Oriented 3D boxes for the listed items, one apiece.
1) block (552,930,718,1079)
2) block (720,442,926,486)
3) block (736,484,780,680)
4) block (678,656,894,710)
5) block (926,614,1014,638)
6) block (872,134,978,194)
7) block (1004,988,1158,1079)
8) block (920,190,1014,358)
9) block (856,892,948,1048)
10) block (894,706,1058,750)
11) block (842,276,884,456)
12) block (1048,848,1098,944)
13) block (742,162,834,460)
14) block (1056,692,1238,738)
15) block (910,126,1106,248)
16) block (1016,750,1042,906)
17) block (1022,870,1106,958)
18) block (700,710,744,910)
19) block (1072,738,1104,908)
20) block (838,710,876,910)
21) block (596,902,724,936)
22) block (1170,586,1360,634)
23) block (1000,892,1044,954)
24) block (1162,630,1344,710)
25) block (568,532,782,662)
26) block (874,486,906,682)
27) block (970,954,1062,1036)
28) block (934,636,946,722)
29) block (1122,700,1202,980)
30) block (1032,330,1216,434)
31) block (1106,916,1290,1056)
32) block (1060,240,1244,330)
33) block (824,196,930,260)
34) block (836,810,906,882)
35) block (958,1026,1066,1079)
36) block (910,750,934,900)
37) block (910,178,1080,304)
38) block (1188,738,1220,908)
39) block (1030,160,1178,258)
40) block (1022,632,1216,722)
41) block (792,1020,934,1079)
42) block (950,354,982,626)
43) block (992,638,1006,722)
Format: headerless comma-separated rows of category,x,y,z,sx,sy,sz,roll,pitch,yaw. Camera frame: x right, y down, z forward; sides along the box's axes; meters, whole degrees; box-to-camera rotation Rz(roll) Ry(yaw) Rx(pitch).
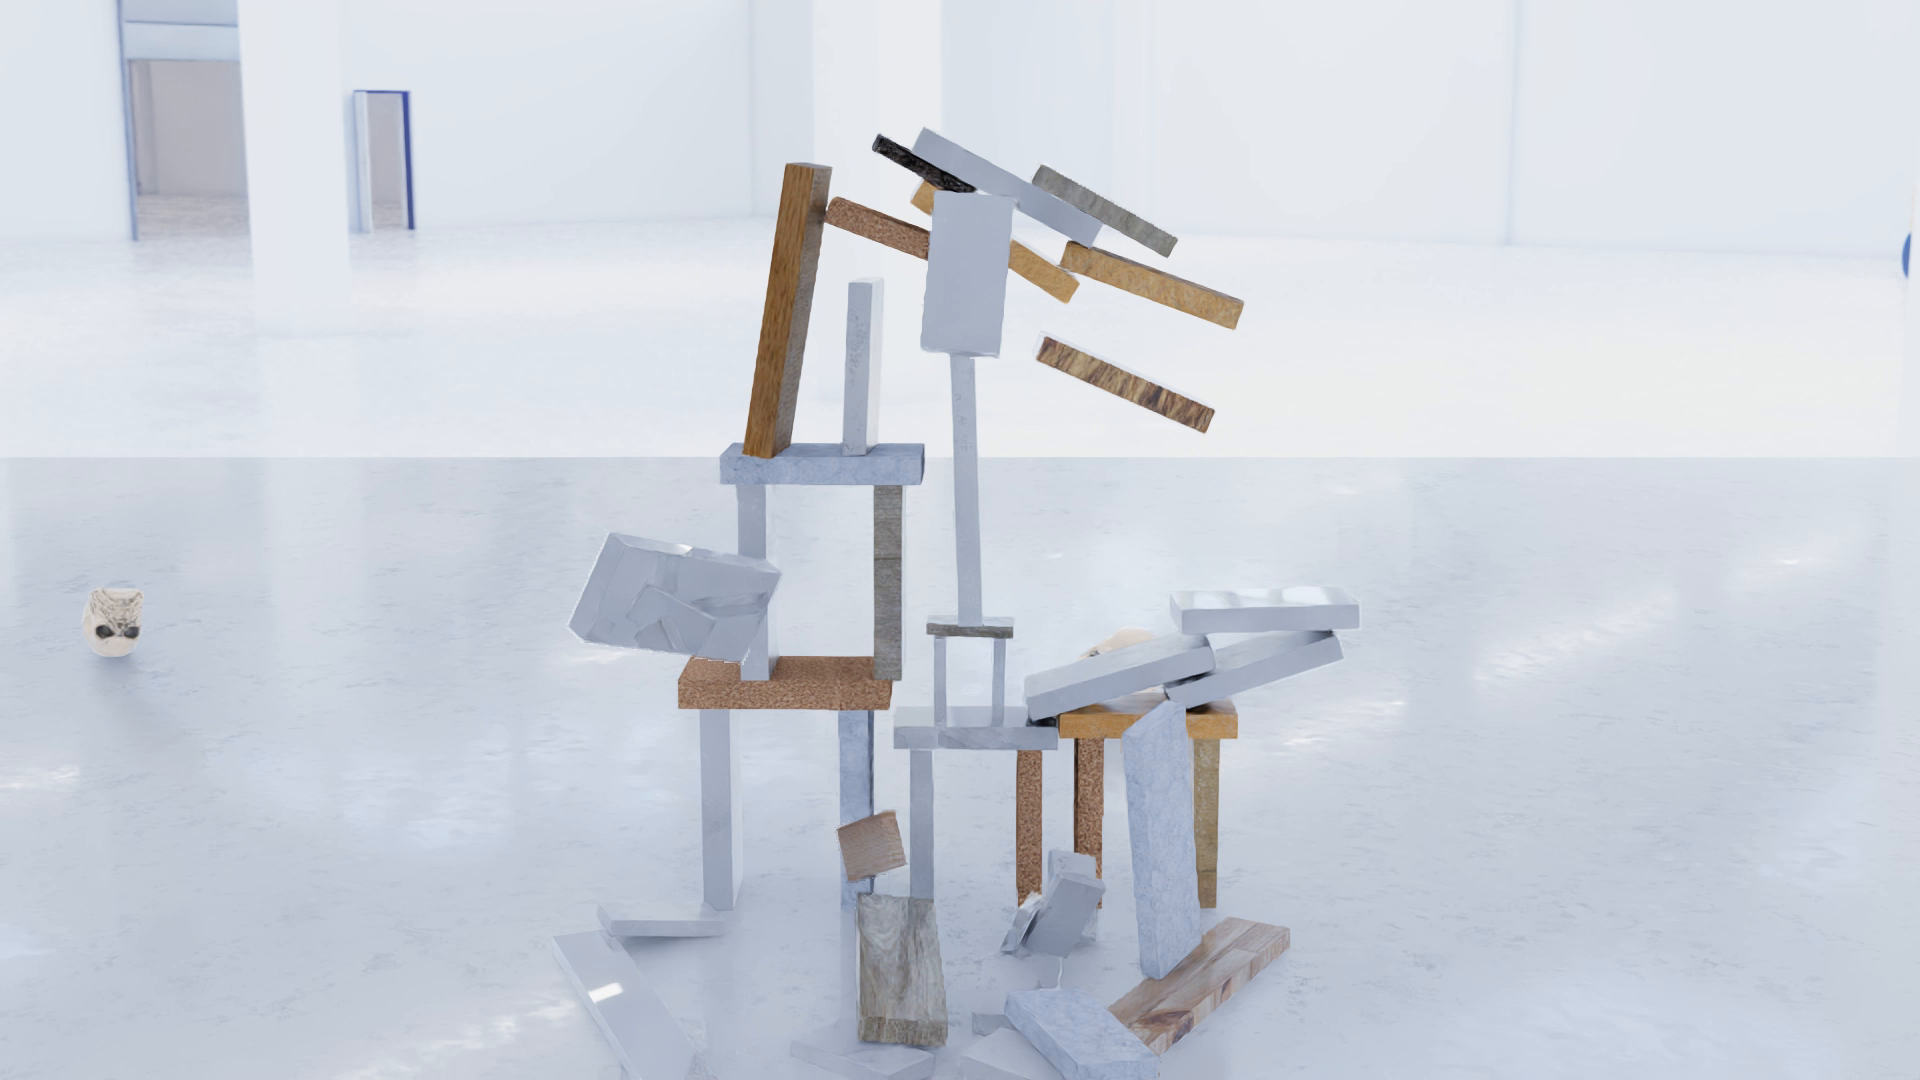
block,-0.390,0.712,2.944,0.091,0.026,1.049,-4,11,-22
block,-0.218,-0.123,3.532,0.317,0.045,0.158,0,11,1
block,-0.327,0.055,3.566,0.045,0.317,0.158,0,11,1
block,-0.282,0.233,3.607,0.338,0.048,0.169,0,11,1
block,0.017,0.140,3.584,0.141,0.020,0.071,2,11,2
block,-0.057,-0.588,3.475,0.172,0.024,0.086,27,11,-10
block,0.157,0.653,2.896,0.115,0.033,0.230,2,11,-23
block,0.011,-0.406,3.360,0.122,0.244,0.035,5,-5,2
block,-0.091,0.630,3.269,0.122,0.035,0.548,6,8,-4
block,0.026,0.309,3.621,0.266,0.038,0.133,0,11,1
block,-0.154,-0.279,3.504,0.038,0.271,0.135,4,11,6
block,0.177,0.561,3.468,0.074,0.021,0.148,13,49,-14
block,-0.270,-0.363,3.456,0.045,0.453,0.158,11,12,5
block,0.305,0.287,3.615,0.287,0.041,0.144,0,11,1
block,0.081,-0.558,3.484,0.317,0.045,0.158,28,11,1
block,0.115,0.458,3.650,0.038,0.266,0.133,0,11,0
block,0.157,0.569,3.344,0.074,0.148,0.021,17,30,-16
block,-0.394,0.423,3.642,0.048,0.338,0.169,0,11,0
block,0.212,0.449,3.644,0.041,0.287,0.144,0,11,0
block,-0.170,0.423,3.641,0.048,0.338,0.169,0,11,1
block,-0.474,0.599,3.477,0.182,0.026,0.091,5,8,-24
block,0.494,0.114,3.588,0.286,0.041,0.143,-2,10,-2
block,0.095,0.591,3.393,0.021,0.074,0.148,27,5,7
block,0.473,0.203,3.607,0.286,0.041,0.143,-18,11,2
block,-0.428,0.090,3.336,0.317,0.158,0.045,12,18,-48
block,-0.113,0.055,3.565,0.045,0.317,0.158,1,11,1
block,0.084,0.661,3.198,0.115,0.033,0.230,1,11,5
block,-0.032,0.221,3.602,0.020,0.141,0.071,0,11,0
block,0.294,0.437,3.191,0.033,0.399,0.115,11,28,37
block,0.258,-0.253,3.505,0.292,0.041,0.146,23,8,-4
block,0.226,0.691,3.042,0.106,0.030,0.970,6,12,30
block,0.306,-0.406,3.491,0.292,0.041,0.146,21,11,4
block,-0.077,-0.477,3.485,0.271,0.038,0.135,20,10,-2
block,-0.138,0.476,3.419,0.024,0.086,0.172,-8,-11,-29
block,0.116,0.692,2.846,0.211,0.030,0.106,12,15,30
block,-0.063,0.458,3.650,0.038,0.266,0.133,0,11,0
block,0.054,-0.477,3.486,0.292,0.041,0.146,32,10,-8
block,0.401,0.449,3.645,0.041,0.287,0.144,0,11,1
block,0.227,-0.524,3.477,0.244,0.035,0.122,28,11,-5
block,0.259,0.217,3.605,0.310,0.041,0.143,-16,10,3
block,-0.133,0.702,2.995,0.182,0.026,0.091,9,14,41
block,0.009,-0.145,3.539,0.038,0.553,0.135,-2,9,1
block,0.064,0.221,3.601,0.020,0.141,0.071,1,11,1
